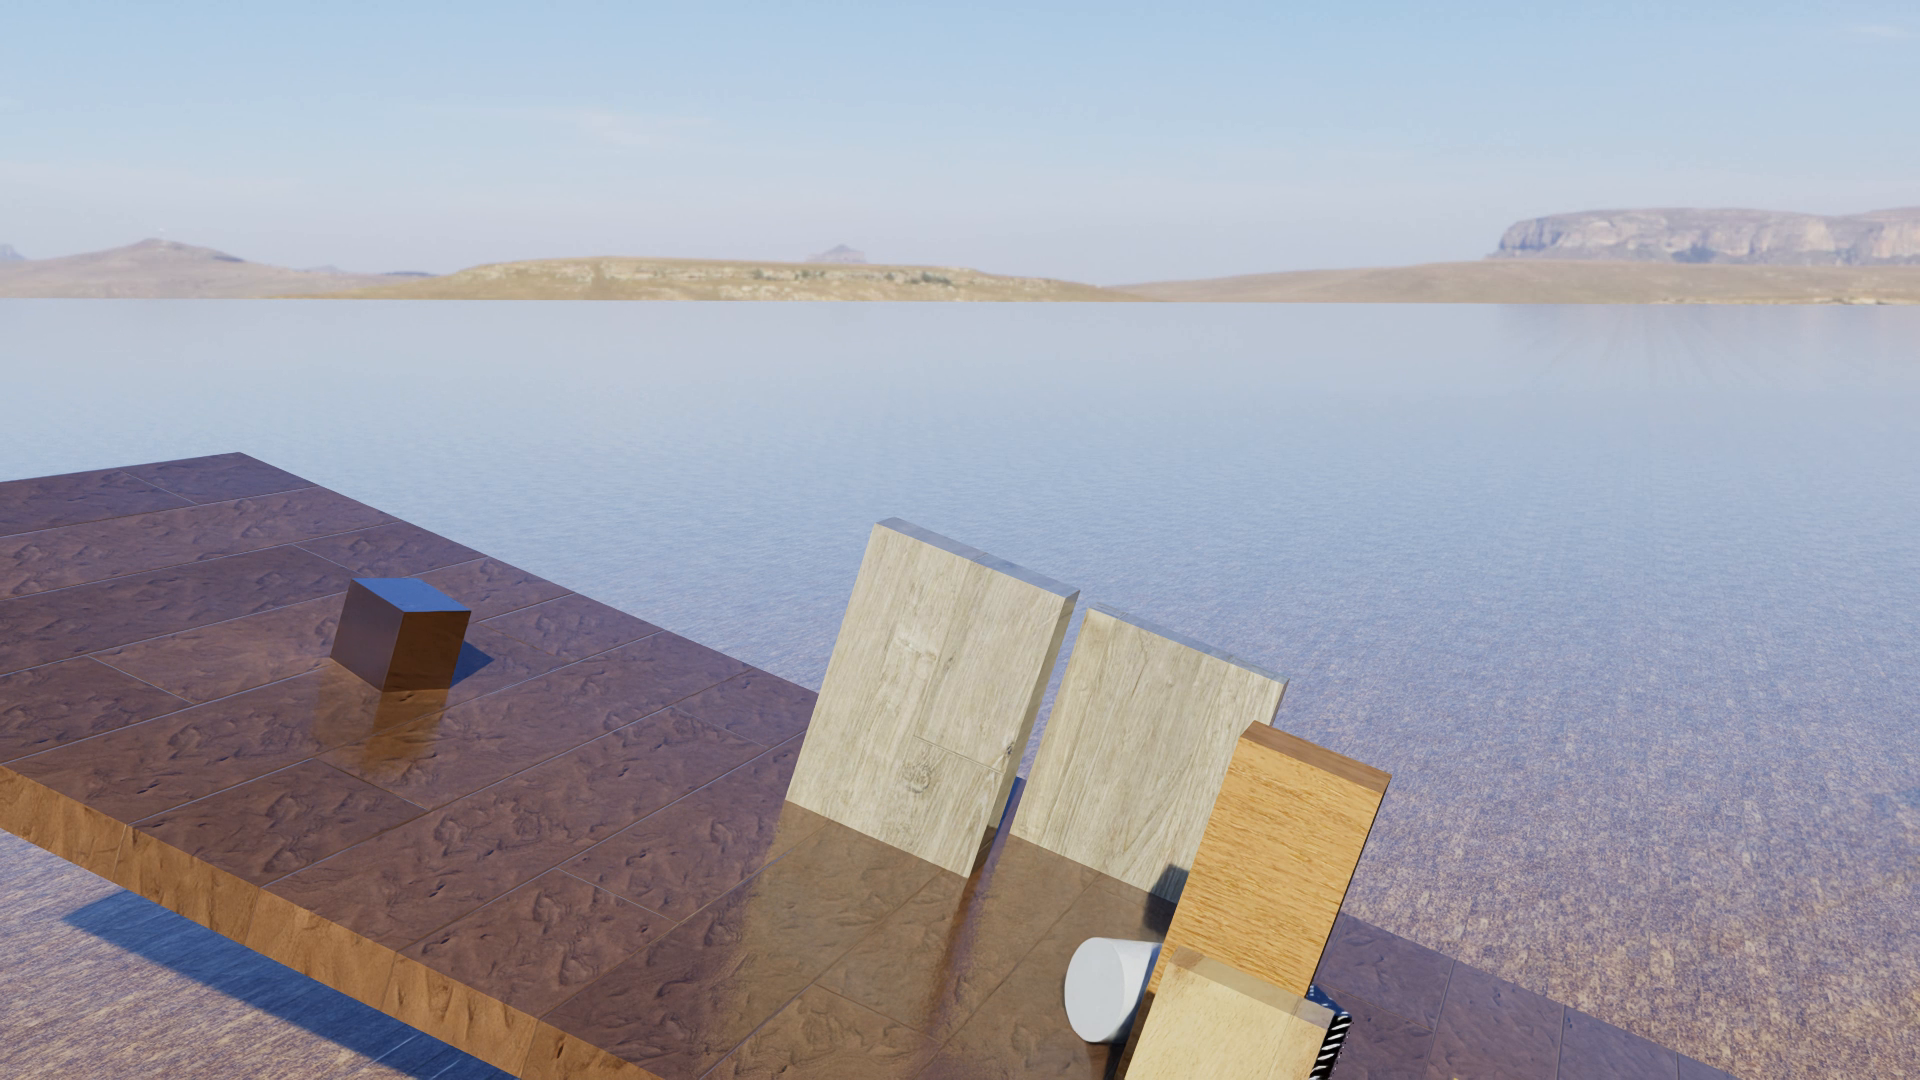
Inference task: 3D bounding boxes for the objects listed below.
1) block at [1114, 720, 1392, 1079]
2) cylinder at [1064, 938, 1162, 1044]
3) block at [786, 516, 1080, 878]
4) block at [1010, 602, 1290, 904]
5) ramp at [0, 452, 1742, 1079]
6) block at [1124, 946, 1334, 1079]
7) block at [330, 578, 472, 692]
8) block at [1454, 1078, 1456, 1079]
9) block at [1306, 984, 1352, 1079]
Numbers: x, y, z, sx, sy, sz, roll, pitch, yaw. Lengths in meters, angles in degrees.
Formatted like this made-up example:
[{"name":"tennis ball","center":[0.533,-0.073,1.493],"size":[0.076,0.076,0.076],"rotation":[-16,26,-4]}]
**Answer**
[{"name":"block","center":[0.476,0.649,3.615],"size":[0.240,0.648,0.141],"rotation":[21,12,14]},{"name":"cylinder","center":[0.308,0.793,3.854],"size":[0.179,0.179,0.179],"rotation":[11,0,-31]},{"name":"block","center":[-0.058,0.313,4.424],"size":[0.412,0.606,0.122],"rotation":[21,12,14]},{"name":"block","center":[0.398,0.457,4.656],"size":[0.438,0.525,0.091],"rotation":[21,12,14]},{"name":"ramp","center":[-0.346,0.644,4.219],"size":[4.000,0.100,2.000],"rotation":[21,12,14]},{"name":"block","center":[0.358,0.831,3.214],"size":[0.243,0.404,0.084],"rotation":[21,12,14]},{"name":"block","center":[-1.127,0.189,4.430],"size":[0.172,0.172,0.172],"rotation":[26,14,33]},{"name":"block","center":[0.890,1.029,3.824],"size":[0.114,0.114,0.114],"rotation":[21,12,13]},{"name":"block","center":[0.566,0.876,3.919],"size":[0.158,0.158,0.158],"rotation":[11,14,-32]}]
